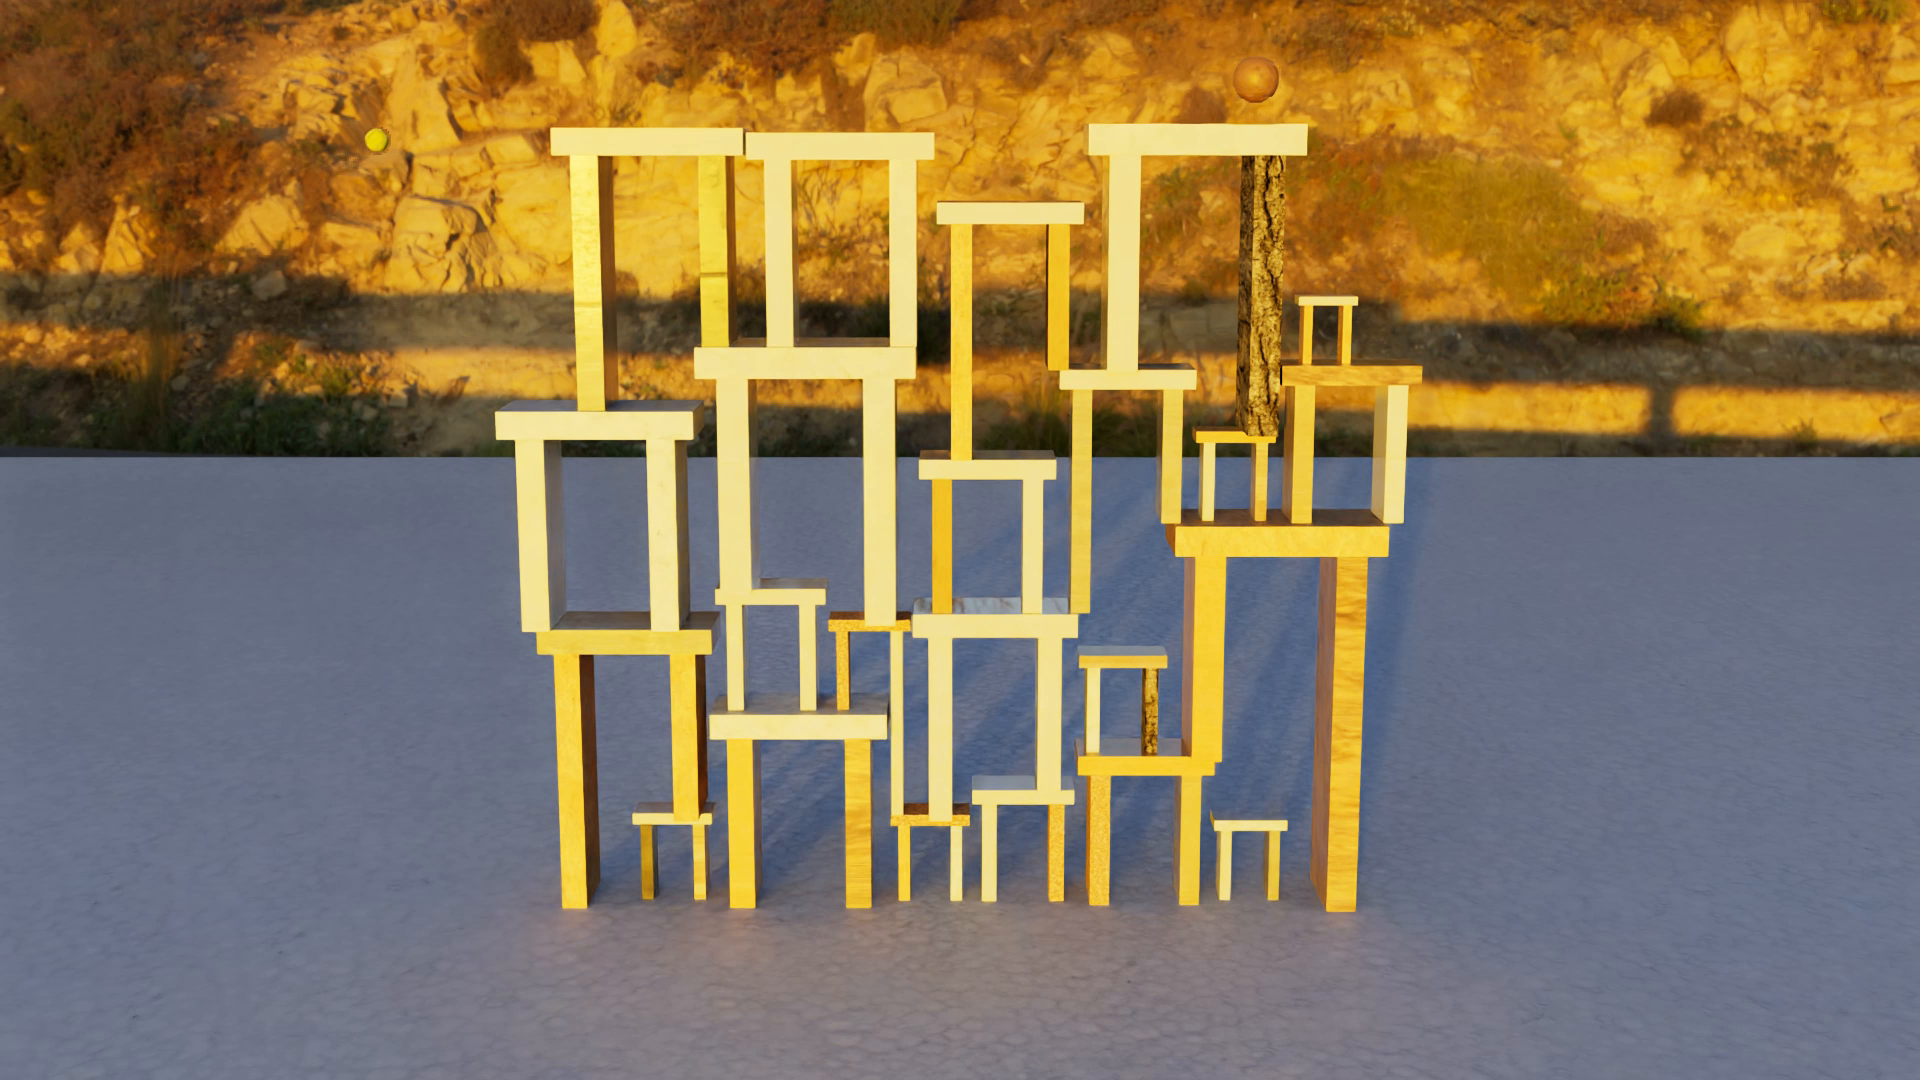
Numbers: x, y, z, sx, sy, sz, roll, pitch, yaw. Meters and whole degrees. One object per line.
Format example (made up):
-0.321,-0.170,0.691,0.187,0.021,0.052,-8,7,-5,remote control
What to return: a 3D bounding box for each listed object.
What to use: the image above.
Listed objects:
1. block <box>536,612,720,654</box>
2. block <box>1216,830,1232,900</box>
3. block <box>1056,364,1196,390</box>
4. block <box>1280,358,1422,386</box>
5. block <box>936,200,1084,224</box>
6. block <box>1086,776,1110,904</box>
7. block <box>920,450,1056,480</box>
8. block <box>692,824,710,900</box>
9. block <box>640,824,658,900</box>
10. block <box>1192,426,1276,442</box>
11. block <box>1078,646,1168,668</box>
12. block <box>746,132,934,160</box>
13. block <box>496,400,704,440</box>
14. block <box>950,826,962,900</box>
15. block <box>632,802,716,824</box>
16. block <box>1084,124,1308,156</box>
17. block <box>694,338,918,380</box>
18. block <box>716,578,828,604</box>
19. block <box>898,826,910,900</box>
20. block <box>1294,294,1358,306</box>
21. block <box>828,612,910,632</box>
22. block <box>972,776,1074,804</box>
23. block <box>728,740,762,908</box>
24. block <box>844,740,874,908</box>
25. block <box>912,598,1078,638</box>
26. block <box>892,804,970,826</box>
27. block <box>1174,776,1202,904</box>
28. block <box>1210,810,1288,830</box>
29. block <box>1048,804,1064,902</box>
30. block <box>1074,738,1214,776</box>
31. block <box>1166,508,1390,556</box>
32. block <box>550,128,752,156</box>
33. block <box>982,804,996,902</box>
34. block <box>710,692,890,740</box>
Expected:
-0.538,0.151,3.588,0.279,0.040,0.139,0,11,0,block
0.438,0.531,3.657,0.017,0.120,0.060,0,11,0,block
0.264,-0.262,3.510,0.214,0.030,0.107,0,11,0,block
0.617,-0.268,3.514,0.220,0.031,0.110,0,11,0,block
0.078,-0.516,3.463,0.228,0.032,0.114,0,11,0,block
0.229,0.481,3.649,0.031,0.221,0.111,0,11,0,block
0.044,-0.121,3.538,0.217,0.031,0.108,0,11,0,block
-0.430,0.526,3.661,0.018,0.130,0.065,0,11,0,block
-0.516,0.526,3.661,0.018,0.130,0.065,0,11,0,block
0.439,-0.169,3.530,0.126,0.018,0.063,0,11,0,block
0.265,0.191,3.599,0.142,0.020,0.071,0,11,0,block
-0.184,-0.617,3.444,0.288,0.041,0.144,0,11,0,block
-0.573,-0.193,3.519,0.309,0.044,0.154,0,11,0,block
-0.006,0.527,3.657,0.018,0.129,0.064,0,11,0,block
-0.473,0.453,3.648,0.130,0.018,0.065,0,10,0,block
0.364,-0.626,3.438,0.333,0.047,0.166,0,11,0,block
-0.242,-0.291,3.508,0.344,0.049,0.172,0,11,0,block
-0.305,0.083,3.579,0.176,0.025,0.088,0,11,0,block
-0.092,0.527,3.657,0.018,0.129,0.064,0,11,0,block
0.581,-0.381,3.493,0.093,0.013,0.046,0,11,0,block
-0.146,0.132,3.580,0.131,0.019,0.066,0,11,0,block
0.104,0.414,3.642,0.167,0.024,0.083,0,11,0,block
-0.356,0.449,3.647,0.040,0.285,0.143,0,11,0,block
-0.166,0.449,3.647,0.040,0.285,0.143,0,11,0,block
0.056,0.126,3.581,0.264,0.037,0.132,0,11,0,block
-0.049,0.455,3.643,0.129,0.018,0.064,0,11,0,block
0.376,0.481,3.649,0.031,0.221,0.111,0,11,0,block
0.478,0.464,3.645,0.120,0.017,0.060,0,11,0,block
0.159,0.507,3.659,0.024,0.167,0.083,0,11,0,block
0.303,0.357,3.626,0.221,0.031,0.111,0,11,0,block
0.509,-0.013,3.556,0.337,0.048,0.168,0,11,0,block
-0.480,-0.625,3.448,0.294,0.042,0.147,0,11,0,block
0.048,0.507,3.659,0.024,0.167,0.083,0,11,0,block
-0.261,0.289,3.617,0.285,0.040,0.143,0,11,0,block
